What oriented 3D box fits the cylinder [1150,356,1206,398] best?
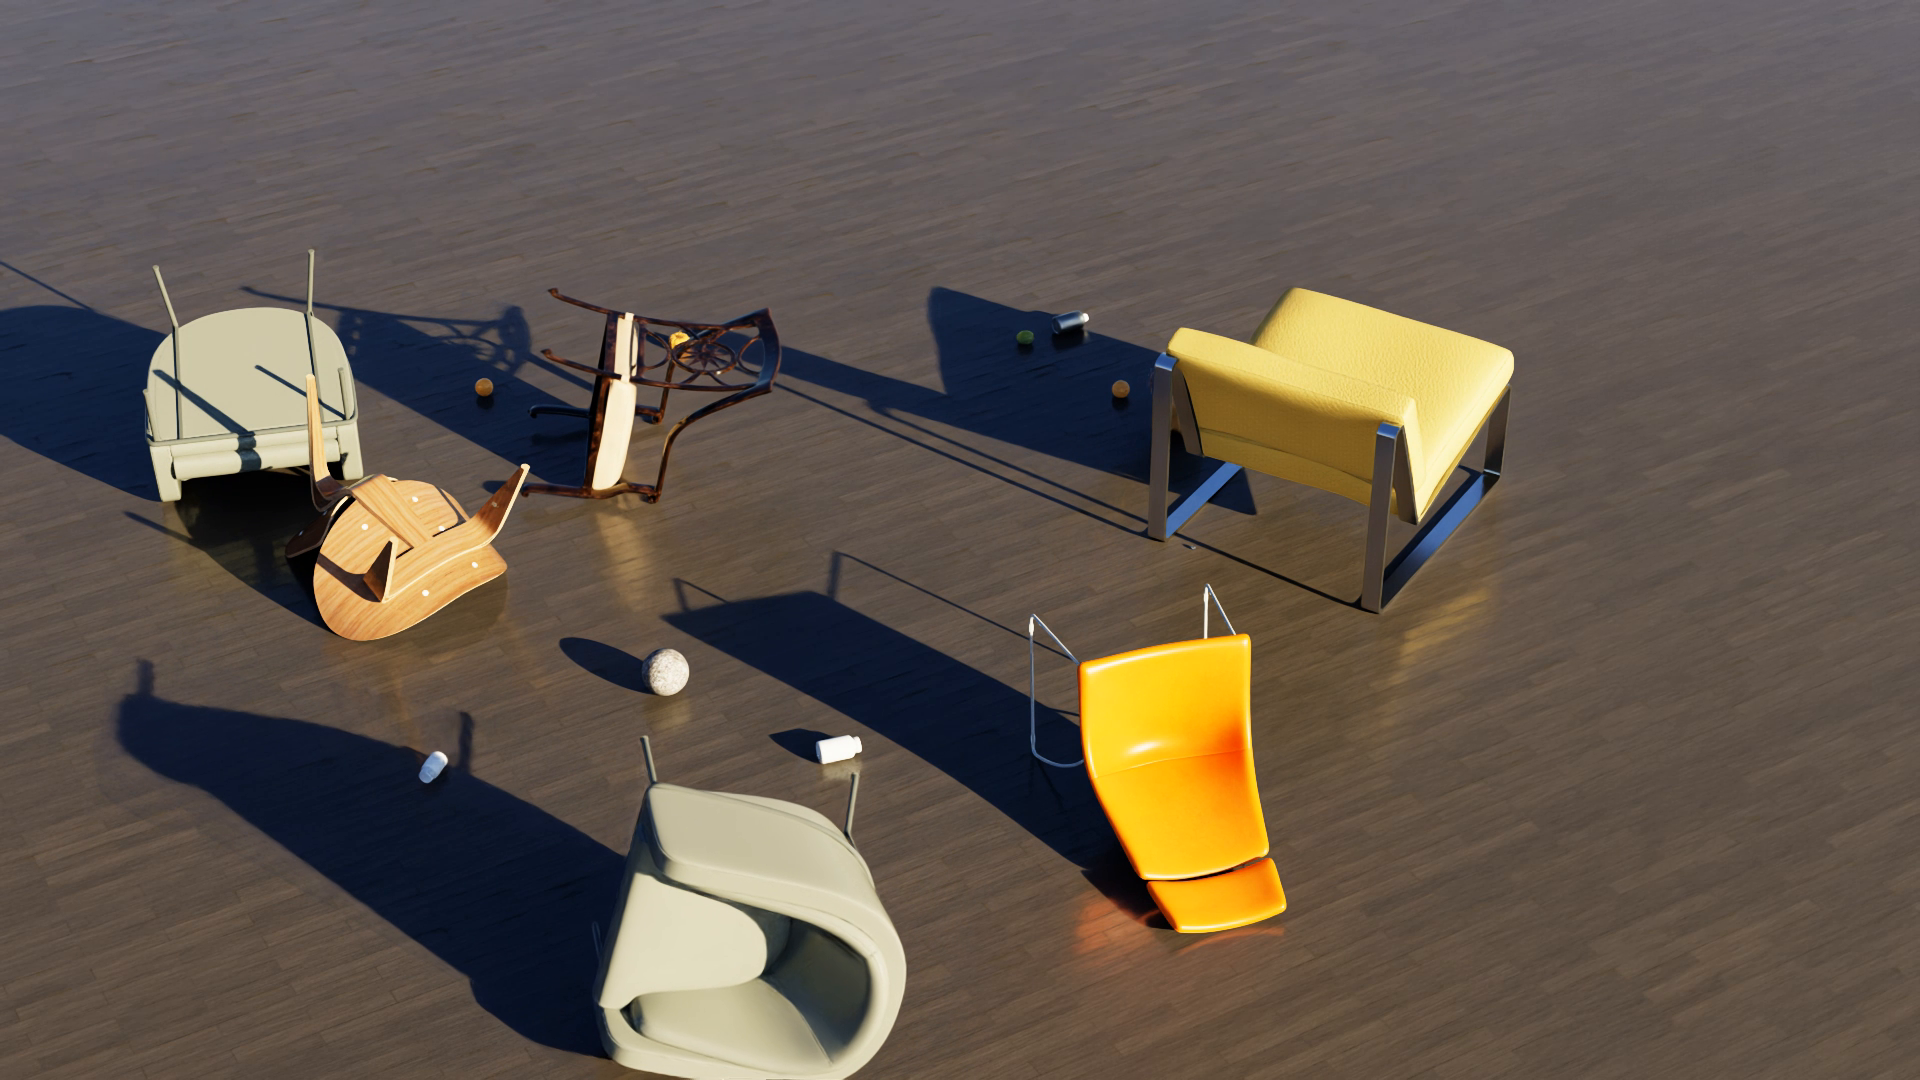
[{"bbox_3d":[0.871,-0.629,11.719,0.105,0.184,0.235,30,17,37],"label":"cylinder"}]

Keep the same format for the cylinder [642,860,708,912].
[{"bbox_3d":[-0.891,1.082,9.172,0.148,0.128,0.180,10,4,15],"label":"cylinder"}]

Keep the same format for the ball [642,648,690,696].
[{"bbox_3d":[-1.016,0.455,10.104,0.165,0.165,0.165,0,33,0],"label":"ball"}]

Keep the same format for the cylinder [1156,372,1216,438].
[{"bbox_3d":[0.890,-0.533,11.546,0.133,0.230,0.221,25,62,33],"label":"cylinder"}]
